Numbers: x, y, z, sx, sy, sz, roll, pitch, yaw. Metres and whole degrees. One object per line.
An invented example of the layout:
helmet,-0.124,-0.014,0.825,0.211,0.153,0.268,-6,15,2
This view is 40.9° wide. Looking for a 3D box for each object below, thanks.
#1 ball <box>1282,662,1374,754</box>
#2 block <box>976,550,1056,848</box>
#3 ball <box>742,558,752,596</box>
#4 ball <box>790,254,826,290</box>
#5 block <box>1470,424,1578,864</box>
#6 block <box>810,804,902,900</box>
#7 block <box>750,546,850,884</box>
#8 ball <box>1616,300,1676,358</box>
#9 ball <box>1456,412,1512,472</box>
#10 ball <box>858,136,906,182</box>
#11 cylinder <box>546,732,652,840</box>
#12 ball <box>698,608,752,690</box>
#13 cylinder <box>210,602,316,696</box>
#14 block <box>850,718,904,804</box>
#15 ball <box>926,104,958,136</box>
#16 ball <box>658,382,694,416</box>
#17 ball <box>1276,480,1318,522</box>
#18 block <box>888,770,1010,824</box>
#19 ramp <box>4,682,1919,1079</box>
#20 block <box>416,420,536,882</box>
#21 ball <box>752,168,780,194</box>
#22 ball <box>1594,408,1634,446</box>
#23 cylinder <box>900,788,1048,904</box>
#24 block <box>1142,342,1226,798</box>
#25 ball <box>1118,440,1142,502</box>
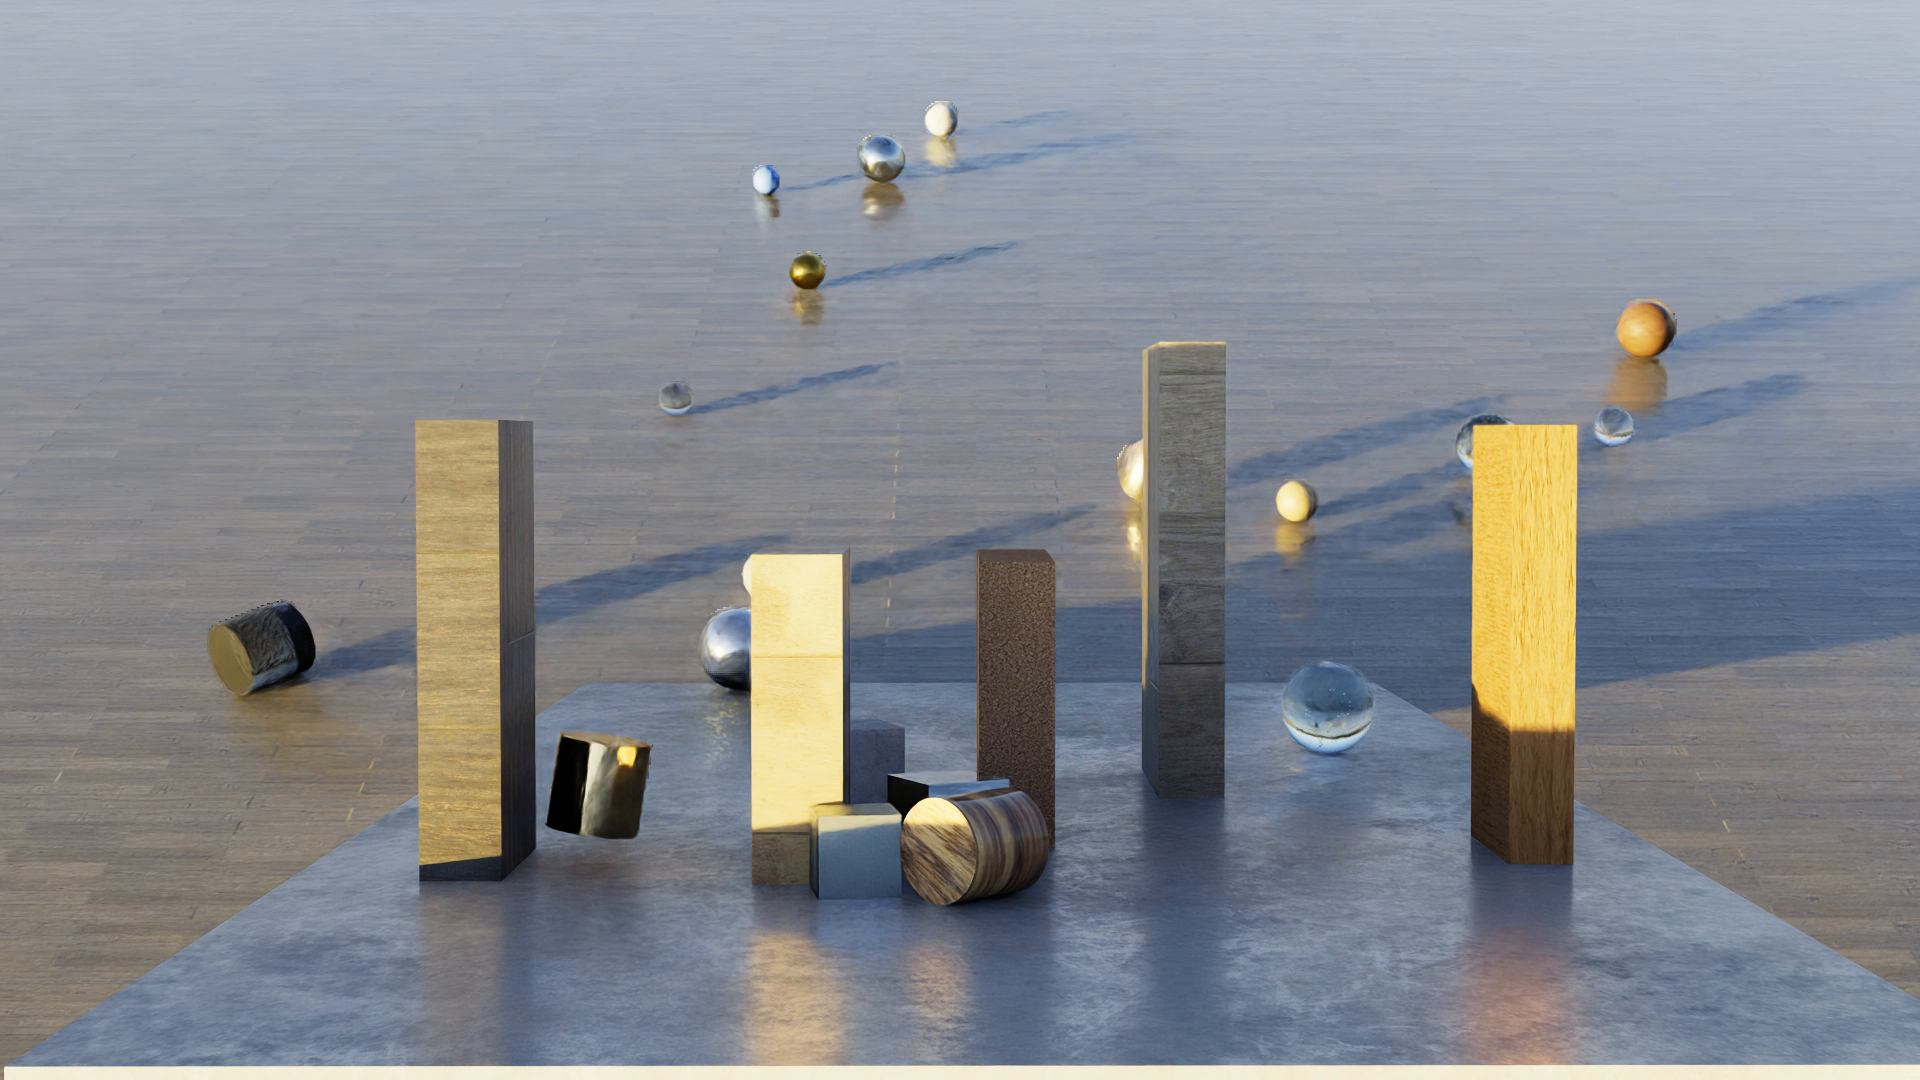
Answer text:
ball,0.723,0.330,5.063,0.181,0.181,0.181,0,24,0
block,0.086,0.241,4.104,0.114,0.434,0.449,0,2,0
ball,-0.533,0.098,7.190,0.150,0.150,0.150,0,24,0
ball,-0.578,-1.016,9.761,0.135,0.135,0.135,0,24,0
block,0.845,0.147,3.871,0.094,0.638,0.277,0,2,0
block,-0.144,0.425,3.519,0.112,0.112,0.112,0,2,-10
block,-0.226,0.244,3.697,0.126,0.459,0.262,0,2,0
ball,2.411,-0.742,9.051,0.200,0.200,0.200,0,24,0
ball,1.649,-0.300,8.045,0.195,0.195,0.195,0,24,0
ball,-0.337,-1.645,11.119,0.202,0.202,0.202,0,24,0
cylinder,-0.542,0.367,3.867,0.138,0.138,0.138,9,1,0
ball,-0.544,0.268,6.361,0.204,0.204,0.204,0,24,0
cylinder,-1.818,0.283,6.711,0.192,0.192,0.192,20,31,38
block,-0.184,0.379,4.252,0.147,0.147,0.147,-1,2,-19
ball,-0.082,-1.930,11.833,0.152,0.152,0.152,0,24,0
ball,-0.941,-0.466,8.528,0.113,0.113,0.113,0,24,0
ball,1.010,-0.117,7.714,0.124,0.124,0.124,0,24,0
block,-0.017,0.408,3.725,0.130,0.130,0.130,-1,3,-28
ramp,0.054,0.491,4.542,2.000,0.100,4.000,0,2,0
block,-0.700,0.150,3.740,0.115,0.645,0.297,0,2,0
ball,-0.824,-1.530,10.962,0.115,0.115,0.115,0,24,0
ball,2.101,-0.363,8.274,0.127,0.127,0.127,0,24,0
cylinder,0.019,0.412,3.472,0.143,0.143,0.143,22,17,41
block,0.398,0.045,4.619,0.114,0.784,0.399,0,2,0
ball,0.578,-0.209,7.836,0.195,0.195,0.195,0,24,0
